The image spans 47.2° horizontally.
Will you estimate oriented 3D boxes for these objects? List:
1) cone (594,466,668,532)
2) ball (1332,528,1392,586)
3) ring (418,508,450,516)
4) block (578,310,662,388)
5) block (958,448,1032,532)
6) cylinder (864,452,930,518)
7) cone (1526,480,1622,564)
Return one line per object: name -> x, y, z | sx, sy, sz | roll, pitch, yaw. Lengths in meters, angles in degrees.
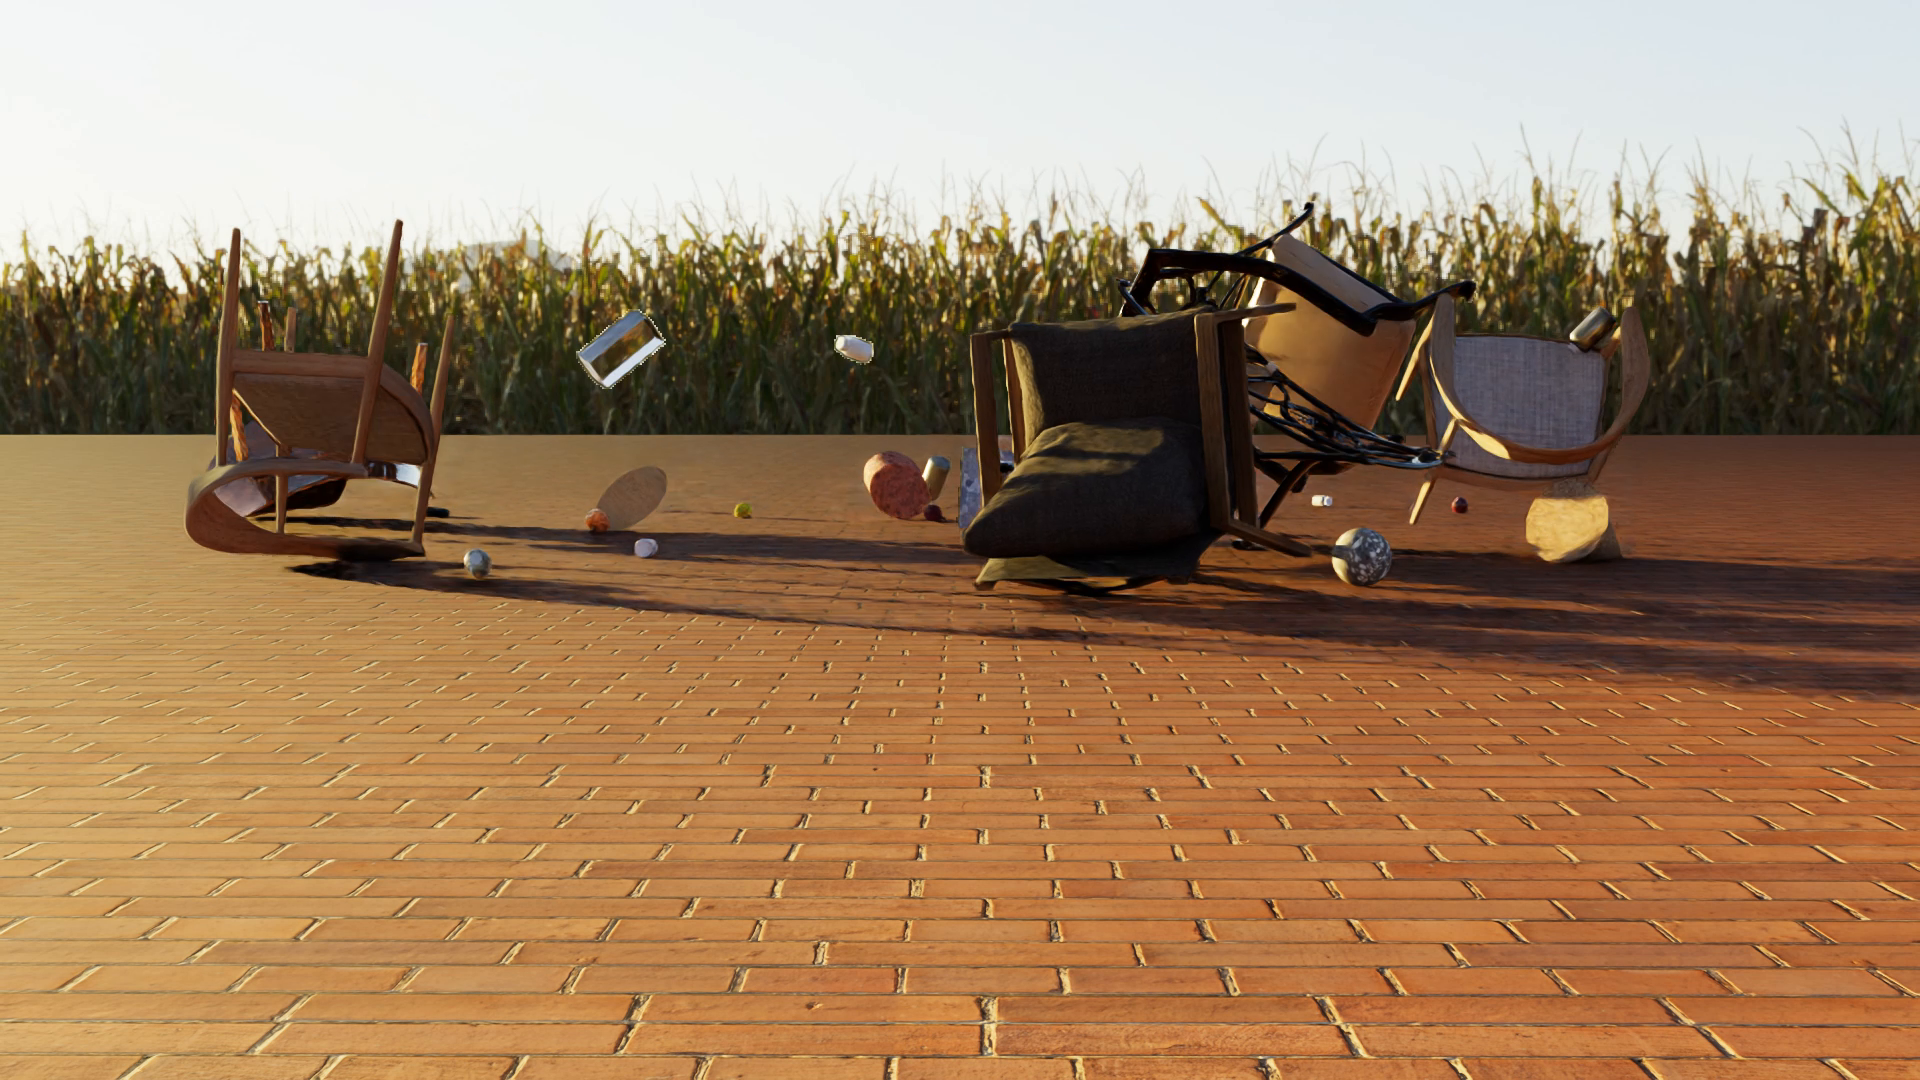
cone -> -1.056, -0.120, 7.028 | 0.273, 0.151, 0.126 | -42, 0, -16
ball -> 0.913, 0.039, 4.996 | 0.134, 0.134, 0.134 | 0, 4, 0
ring -> -1.856, -0.097, 7.757 | 0.122, 0.029, 0.089 | 3, 6, 31
block -> -1.282, -0.723, 8.305 | 0.277, 0.125, 0.120 | -41, 36, -13
block -> 0.109, -0.155, 6.837 | 0.183, 0.247, 0.163 | 4, 1, 12
cylinder -> -0.220, -0.189, 7.607 | 0.235, 0.184, 0.105 | 42, 10, -28
cone -> 1.669, -0.001, 5.780 | 0.299, 0.228, 0.240 | 25, 8, -41
